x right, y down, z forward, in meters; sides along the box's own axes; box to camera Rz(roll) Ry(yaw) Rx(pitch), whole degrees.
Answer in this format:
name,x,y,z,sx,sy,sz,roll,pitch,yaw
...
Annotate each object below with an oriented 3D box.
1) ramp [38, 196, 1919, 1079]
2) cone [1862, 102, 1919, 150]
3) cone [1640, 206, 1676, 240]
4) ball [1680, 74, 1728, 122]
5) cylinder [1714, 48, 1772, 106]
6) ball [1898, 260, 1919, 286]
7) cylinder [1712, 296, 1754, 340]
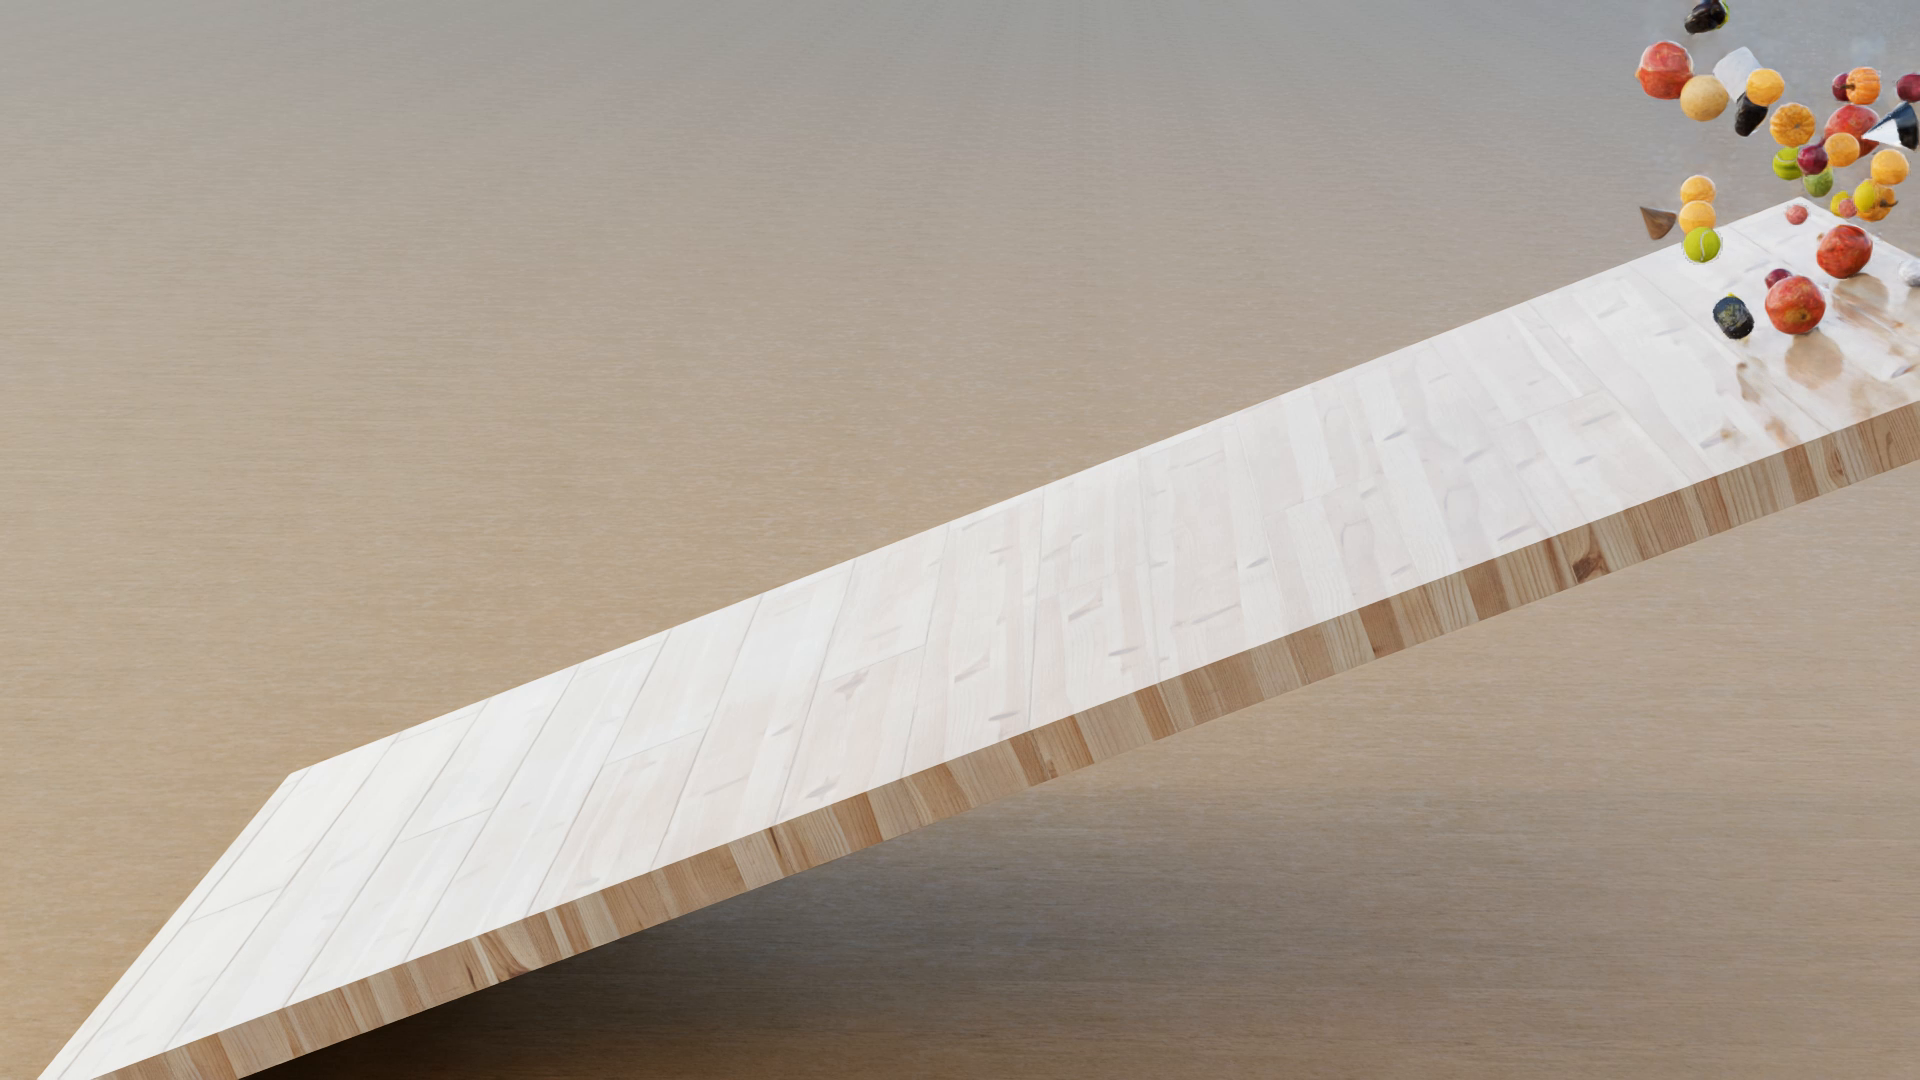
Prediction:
name,x,y,z,sx,sy,sz,roll,pitch,yaw
ramp,0.123,0.173,6.291,4.000,0.100,2.000,-21,12,7
cone,1.798,-0.794,5.720,0.097,0.097,0.097,-14,15,-4
cone,1.433,-0.672,6.100,0.072,0.072,0.072,35,1,-22
ball,1.436,-0.853,5.678,0.091,0.091,0.091,0,14,0
cylinder,1.569,-0.931,5.903,0.082,0.082,0.082,-28,-18,-10
ball,1.883,-0.527,5.816,0.052,0.052,0.052,0,14,0
cylinder,1.543,-0.443,5.867,0.065,0.065,0.065,9,-15,33
